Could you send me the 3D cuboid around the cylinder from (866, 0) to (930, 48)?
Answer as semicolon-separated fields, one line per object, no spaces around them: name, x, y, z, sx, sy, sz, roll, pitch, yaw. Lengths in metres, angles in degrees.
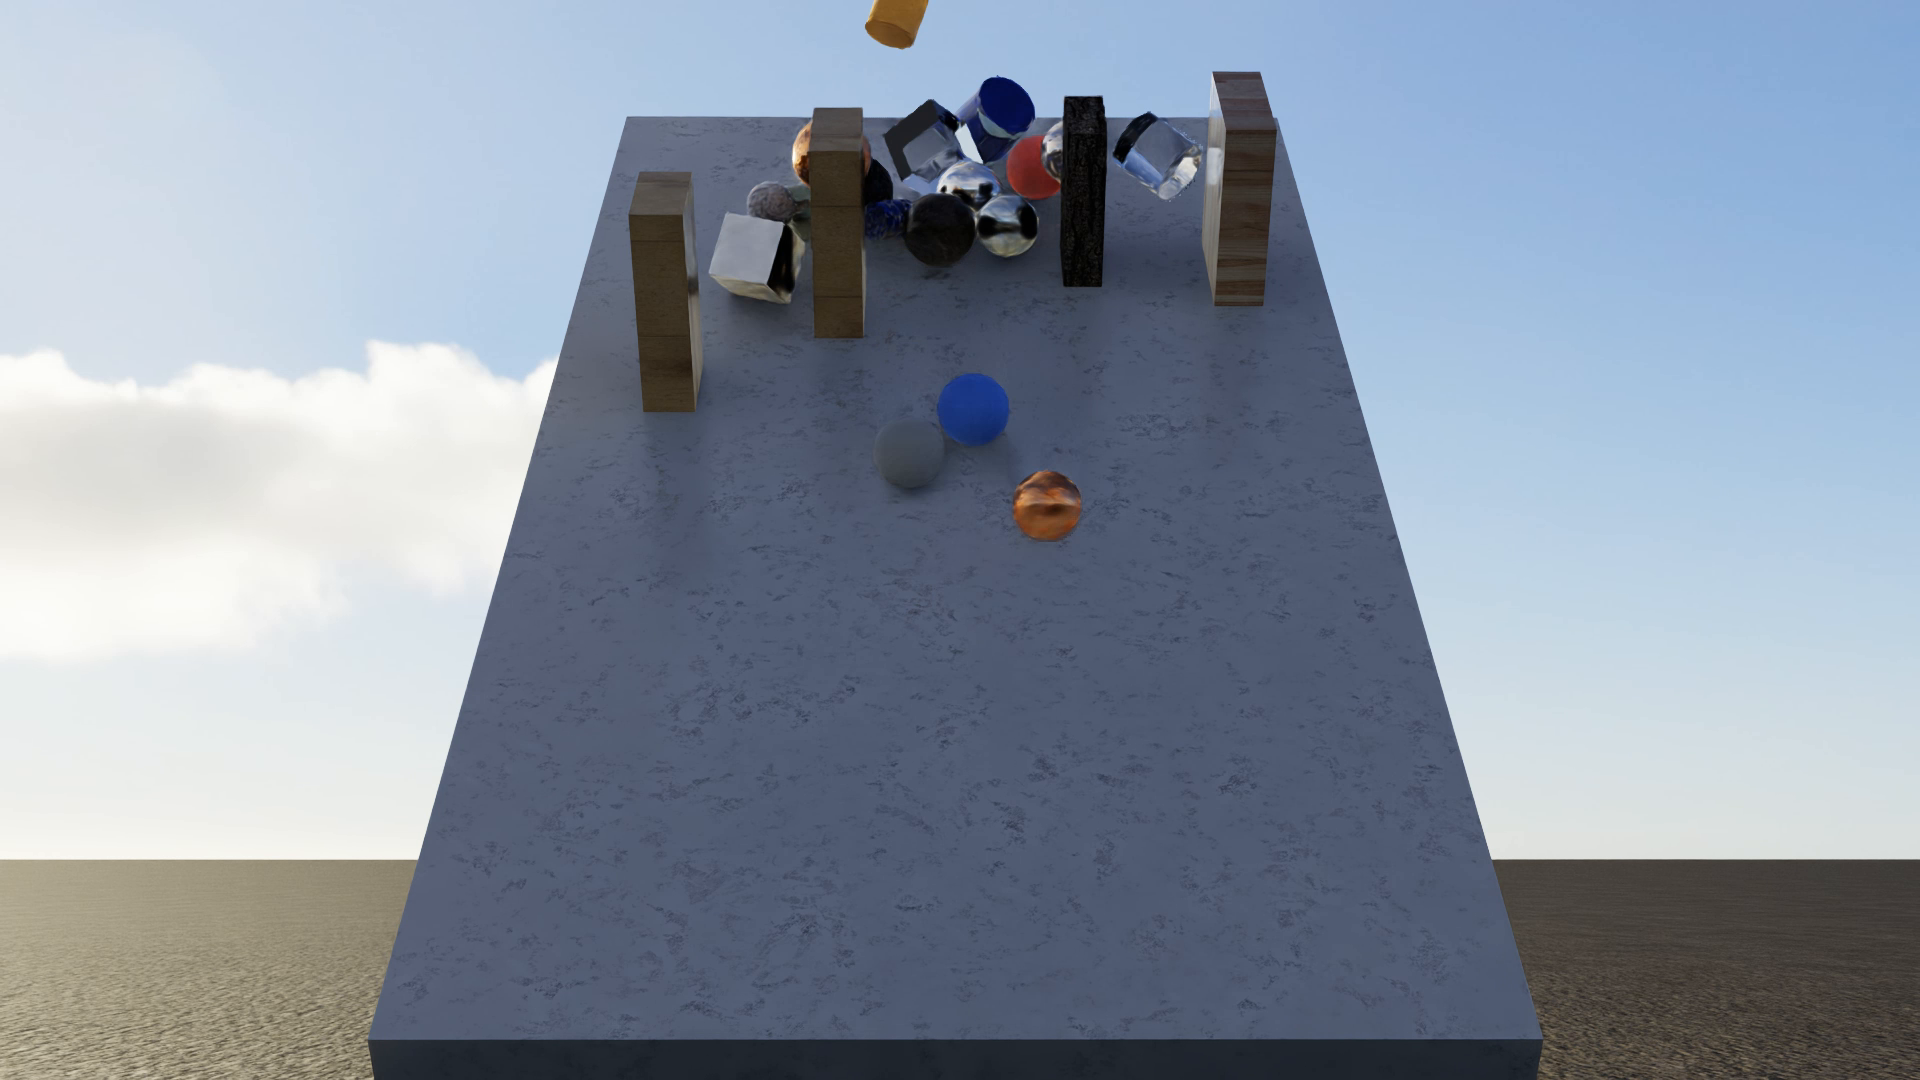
cylinder;-0.187;-1.578;7.342;0.153;0.153;0.153;17;-16;5

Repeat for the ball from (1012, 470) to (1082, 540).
ball;0.194;-0.077;5.481;0.156;0.156;0.156;0;-7;0

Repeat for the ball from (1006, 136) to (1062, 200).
ball;0.221;-1.062;7.003;0.181;0.181;0.181;0;-7;0

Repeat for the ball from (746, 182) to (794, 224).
ball;-0.500;-0.880;6.470;0.129;0.129;0.129;0;-7;0

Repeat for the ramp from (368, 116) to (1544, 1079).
ramp;-0.015;-0.184;5.885;2.000;0.100;4.000;0;33;0

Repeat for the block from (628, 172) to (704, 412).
block;-0.709;-0.600;5.950;0.126;0.527;0.243;0;33;0

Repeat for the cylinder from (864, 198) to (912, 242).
cylinder;-0.196;-0.882;6.755;0.107;0.107;0.107;-14;4;-41

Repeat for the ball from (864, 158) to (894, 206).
ball;-0.279;-0.978;6.855;0.187;0.187;0.187;0;-7;0

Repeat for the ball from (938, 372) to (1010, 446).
ball;0.032;-0.310;5.829;0.173;0.173;0.173;0;-7;0

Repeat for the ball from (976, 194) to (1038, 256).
ball;0.129;-0.855;6.663;0.170;0.170;0.170;0;-7;0

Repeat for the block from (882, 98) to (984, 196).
block;-0.073;-1.097;6.941;0.179;0.179;0.179;-34;-32;22

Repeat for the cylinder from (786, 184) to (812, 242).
cylinder;-0.419;-0.908;6.776;0.158;0.158;0.158;-16;-1;-23

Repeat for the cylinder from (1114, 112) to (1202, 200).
cylinder;0.555;-1.079;6.890;0.176;0.176;0.176;41;10;23

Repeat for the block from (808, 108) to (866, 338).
block;-0.311;-0.812;6.292;0.125;0.520;0.273;0;33;0

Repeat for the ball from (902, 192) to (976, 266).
ball;-0.058;-0.840;6.635;0.199;0.199;0.199;0;-7;0

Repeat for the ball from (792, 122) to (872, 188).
ball;-0.340;-1.016;6.497;0.210;0.210;0.210;0;-7;0

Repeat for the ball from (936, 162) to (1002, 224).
ball;0.027;-0.965;6.846;0.183;0.183;0.183;0;-7;0

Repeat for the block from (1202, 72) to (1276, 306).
block;0.736;-0.933;6.509;0.129;0.498;0.393;0;33;0

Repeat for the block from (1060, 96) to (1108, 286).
block;0.329;-0.931;6.558;0.103;0.438;0.254;0;33;0

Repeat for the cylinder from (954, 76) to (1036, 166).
cylinder;0.091;-1.224;7.174;0.188;0.188;0.188;4;-25;-31

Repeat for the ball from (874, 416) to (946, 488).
ball;-0.117;-0.203;5.665;0.168;0.168;0.168;0;-7;0

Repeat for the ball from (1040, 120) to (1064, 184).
ball;0.311;-1.064;6.732;0.182;0.182;0.182;0;-7;0

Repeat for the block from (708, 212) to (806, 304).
block;-0.530;-0.737;6.433;0.170;0.170;0.170;13;-9;19
